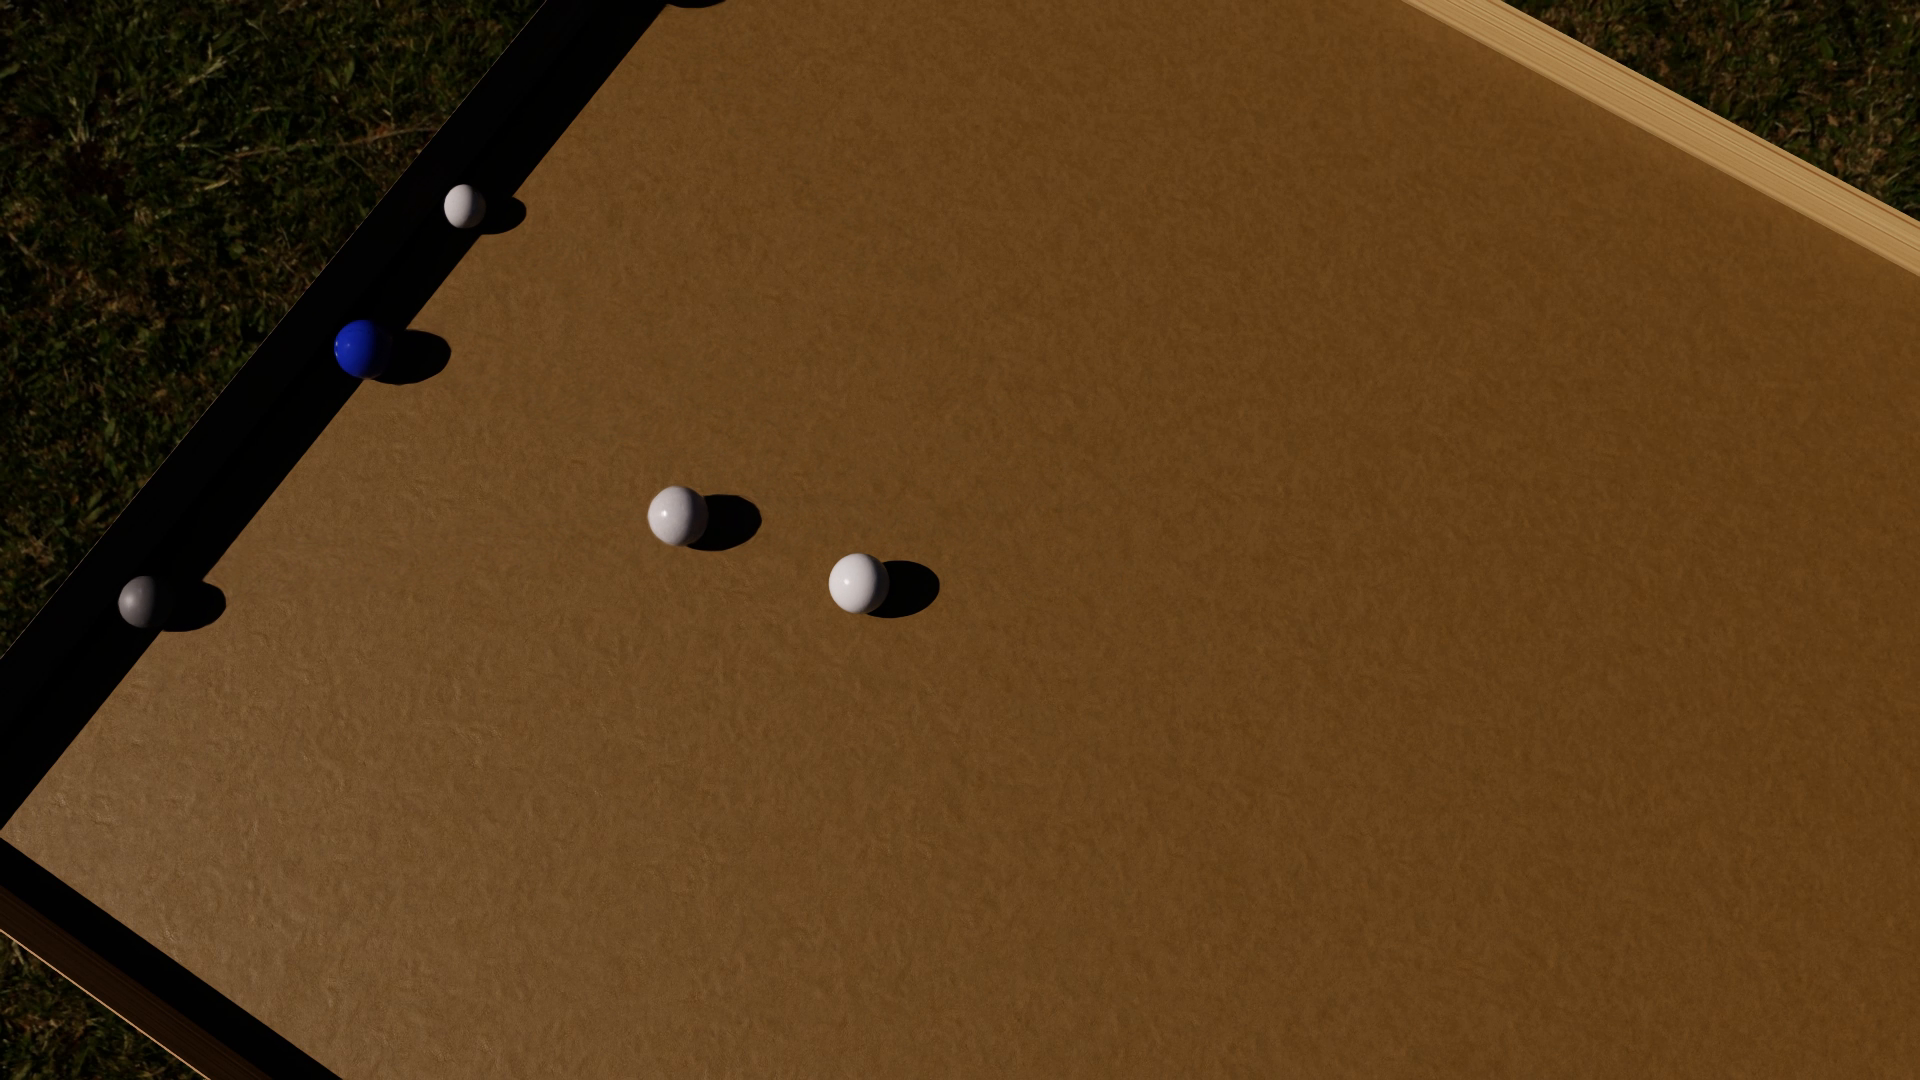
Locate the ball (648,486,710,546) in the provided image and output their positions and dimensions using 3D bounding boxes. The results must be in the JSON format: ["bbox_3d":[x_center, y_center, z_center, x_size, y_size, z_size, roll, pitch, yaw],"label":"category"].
[{"bbox_3d":[-0.439,-0.038,3.435,0.095,0.095,0.095,0,70,0],"label":"ball"}]

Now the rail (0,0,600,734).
[{"bbox_3d":[-0.889,-0.549,3.602,0.045,0.125,2.535,31,73,11],"label":"rail"}]

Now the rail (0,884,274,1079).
[{"bbox_3d":[0.232,1.530,2.856,4.331,0.125,0.045,31,73,11],"label":"rail"}]

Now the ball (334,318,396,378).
[{"bbox_3d":[-0.955,-0.307,3.531,0.096,0.096,0.096,0,70,0],"label":"ball"}]

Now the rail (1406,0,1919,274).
[{"bbox_3d":[1.585,-0.435,3.561,4.331,0.125,0.045,31,73,11],"label":"rail"}]

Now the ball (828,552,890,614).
[{"bbox_3d":[-0.155,0.067,3.398,0.095,0.095,0.095,0,70,0],"label":"ball"}]

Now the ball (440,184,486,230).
[{"bbox_3d":[-0.820,-0.550,3.631,0.074,0.074,0.074,0,70,0],"label":"ball"}]

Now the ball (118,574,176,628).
[{"bbox_3d":[-1.256,0.096,3.394,0.083,0.083,0.083,0,70,0],"label":"ball"}]
